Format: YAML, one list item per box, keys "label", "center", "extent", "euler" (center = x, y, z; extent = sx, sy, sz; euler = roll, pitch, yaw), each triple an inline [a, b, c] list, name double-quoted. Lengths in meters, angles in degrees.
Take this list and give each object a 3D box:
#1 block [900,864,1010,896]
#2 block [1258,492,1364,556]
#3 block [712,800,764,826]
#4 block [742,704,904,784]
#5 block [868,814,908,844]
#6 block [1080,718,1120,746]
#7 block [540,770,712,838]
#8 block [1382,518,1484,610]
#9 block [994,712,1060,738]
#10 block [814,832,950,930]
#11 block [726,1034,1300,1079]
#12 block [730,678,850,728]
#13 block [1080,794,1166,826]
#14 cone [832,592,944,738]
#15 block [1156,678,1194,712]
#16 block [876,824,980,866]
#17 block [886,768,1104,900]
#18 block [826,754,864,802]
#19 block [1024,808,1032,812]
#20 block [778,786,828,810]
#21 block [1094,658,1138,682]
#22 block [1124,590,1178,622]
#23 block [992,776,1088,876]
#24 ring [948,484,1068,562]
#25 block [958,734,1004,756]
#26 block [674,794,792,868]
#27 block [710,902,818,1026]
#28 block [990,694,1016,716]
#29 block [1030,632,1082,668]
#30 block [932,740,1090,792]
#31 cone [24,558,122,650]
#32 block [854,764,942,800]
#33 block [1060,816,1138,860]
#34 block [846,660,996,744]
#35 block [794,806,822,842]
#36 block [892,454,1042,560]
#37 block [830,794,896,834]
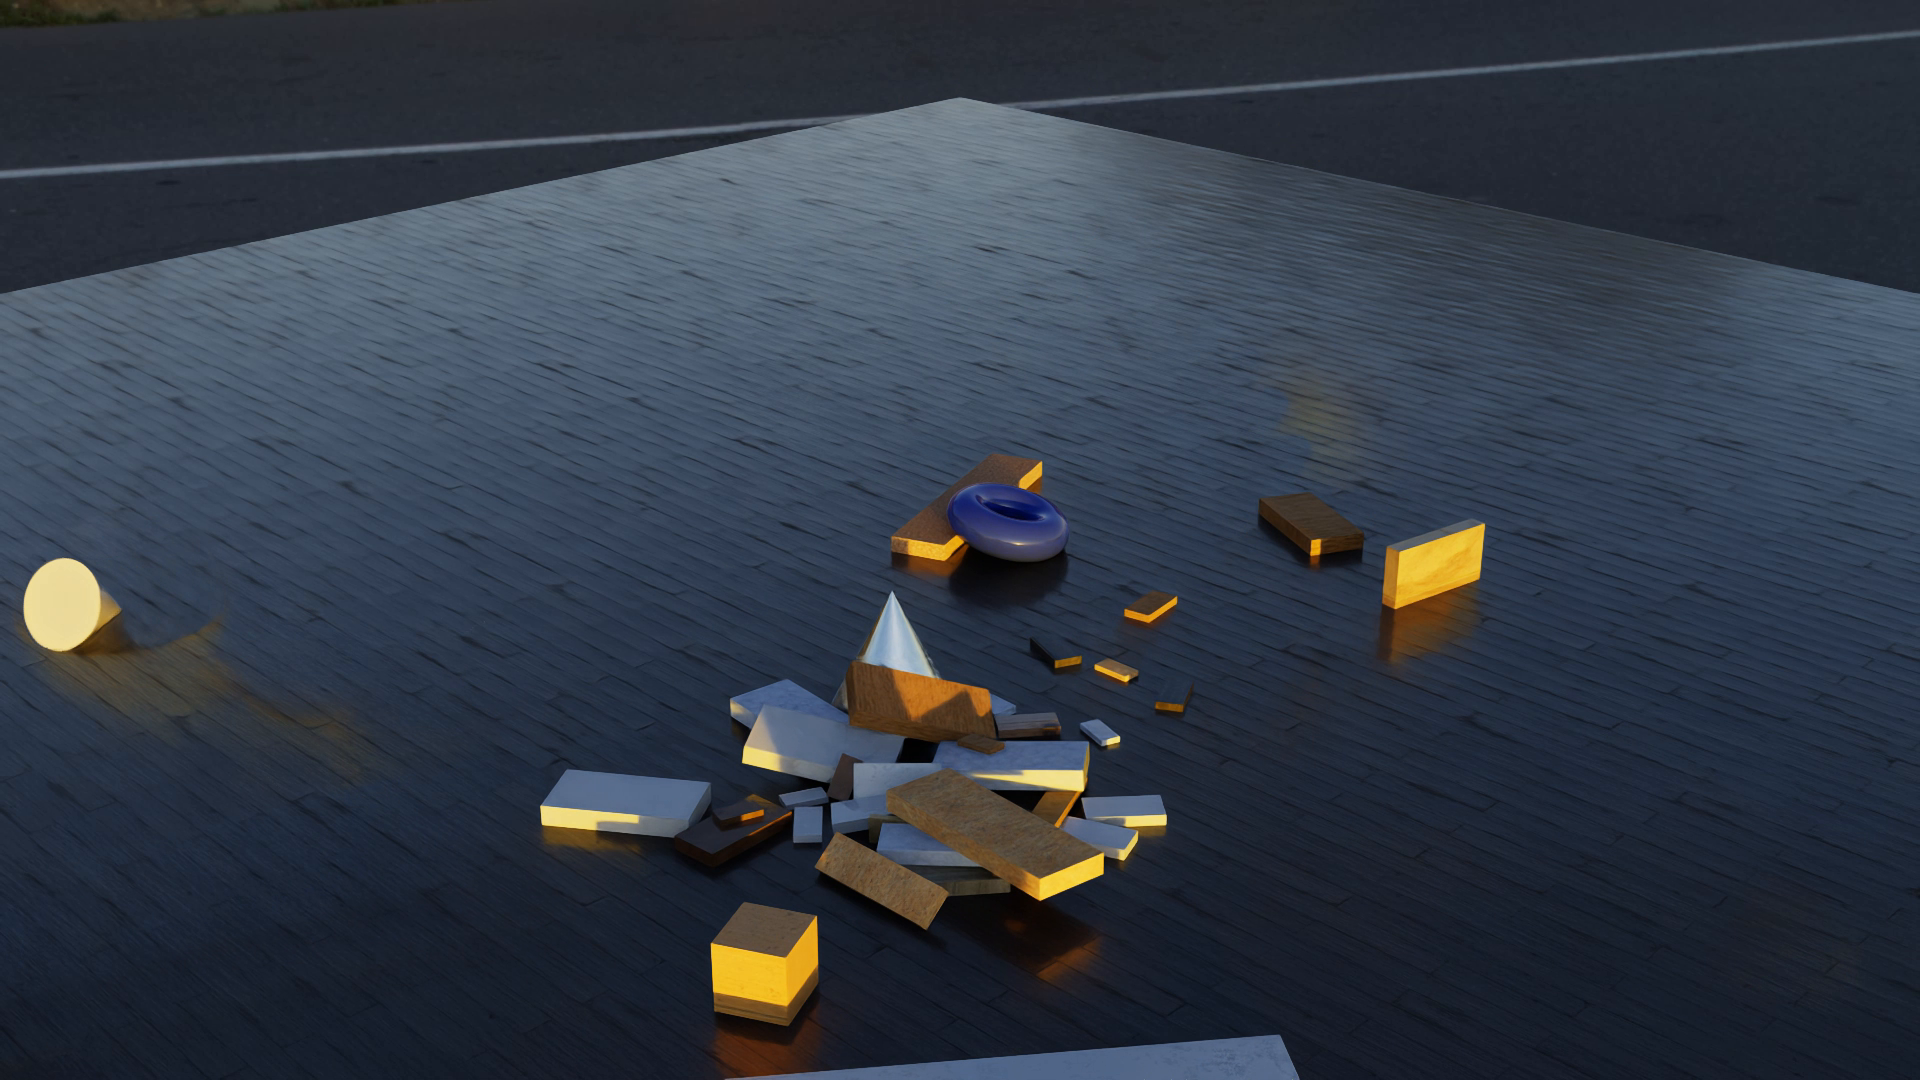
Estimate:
- label: "block"
  center: [-0.019, 0.640, 4.214]
  extent: [0.217, 0.031, 0.108]
  euler: [-3, 23, -6]
- label: "block"
  center: [0.926, -0.045, 5.812]
  extent: [0.152, 0.043, 0.303]
  euler: [-8, 24, -17]
- label: "block"
  center: [-0.443, 0.544, 4.384]
  extent: [0.092, 0.013, 0.046]
  euler: [-12, 26, -26]
- label: "block"
  center: [-0.283, 0.437, 4.583]
  extent: [0.307, 0.043, 0.153]
  euler: [13, 33, 5]
- label: "block"
  center: [-0.100, 0.575, 4.332]
  extent: [0.159, 0.057, 0.016]
  euler: [4, 23, 10]
- label: "block"
  center: [0.303, 0.417, 4.762]
  extent: [0.046, 0.013, 0.092]
  euler: [-11, 26, -25]
- label: "block"
  center: [-0.674, 0.533, 4.449]
  extent: [0.307, 0.043, 0.153]
  euler: [4, 23, 10]
- label: "block"
  center: [1.171, 0.057, 5.433]
  extent: [0.303, 0.152, 0.043]
  euler: [-16, 28, -33]
- label: "block"
  center: [0.146, 0.403, 4.786]
  extent: [0.136, 0.019, 0.068]
  euler: [-3, 23, -7]
- label: "block"
  center: [-0.150, 0.642, 4.156]
  extent: [0.291, 0.023, 0.081]
  euler: [21, 72, 40]
- label: "block"
  center: [0.087, 0.906, 3.565]
  extent: [0.927, 0.047, 0.165]
  euler: [-3, 23, -7]
- label: "block"
  center: [-0.348, 0.395, 4.773]
  extent: [0.153, 0.043, 0.307]
  euler: [-18, 29, -36]
- label: "block"
  center: [0.330, 0.548, 4.440]
  extent: [0.162, 0.023, 0.081]
  euler: [-2, 23, -4]
- label: "cone"
  center: [-0.147, 0.242, 4.824]
  extent: [0.287, 0.287, 0.287]
  euler: [0, 23, 0]
- label: "block"
  center: [0.481, 0.346, 4.923]
  extent: [0.062, 0.018, 0.124]
  euler: [7, 24, 15]
- label: "block"
  center: [-0.048, 0.590, 4.254]
  extent: [0.217, 0.031, 0.108]
  euler: [1, 20, 4]
- label: "block"
  center: [0.062, 0.559, 4.226]
  extent: [0.157, 0.044, 0.462]
  euler: [-16, 26, -36]
- label: "block"
  center: [-0.235, 0.487, 4.492]
  extent: [0.046, 0.092, 0.013]
  euler: [21, -6, 4]
- label: "block"
  center: [0.108, 0.552, 4.394]
  extent: [0.113, 0.016, 0.057]
  euler: [17, 22, -8]
- label: "block"
  center: [-0.320, 0.529, 4.497]
  extent: [0.092, 0.013, 0.046]
  euler: [-9, 25, -20]
- label: "block"
  center: [0.359, 0.298, 5.043]
  extent: [0.092, 0.013, 0.046]
  euler: [21, 31, 40]
- label: "block"
  center: [0.465, 0.161, 5.356]
  extent: [0.068, 0.019, 0.136]
  euler: [15, 27, 32]
- label: "block"
  center: [0.162, 0.562, 4.343]
  extent: [0.062, 0.018, 0.456]
  euler: [3, 18, 18]
- label: "ring"
  center: [0.125, -0.047, 5.694]
  extent: [0.325, 0.108, 0.325]
  euler: [13, 23, -6]
- label: "block"
  center: [0.044, 0.427, 4.600]
  extent: [0.092, 0.013, 0.046]
  euler: [12, 22, 40]
- label: "block"
  center: [-0.449, 0.576, 4.364]
  extent: [0.108, 0.031, 0.217]
  euler: [19, 29, 37]
- label: "block"
  center: [-0.339, 0.739, 3.841]
  extent: [0.139, 0.139, 0.139]
  euler: [8, 24, 17]
- label: "block"
  center: [0.059, 0.364, 4.881]
  extent: [0.062, 0.018, 0.124]
  euler: [-19, 30, -38]
- label: "block"
  center: [0.223, 0.257, 5.130]
  extent: [0.068, 0.019, 0.136]
  euler: [-10, 25, -21]
- label: "block"
  center: [0.105, 0.467, 4.559]
  extent: [0.314, 0.044, 0.157]
  euler: [0, 17, 8]
- label: "cone"
  center: [-2.072, 0.161, 5.256]
  extent: [0.217, 0.217, 0.217]
  euler: [8, -3, 18]
- label: "block"
  center: [-0.127, 0.498, 4.471]
  extent: [0.177, 0.089, 0.025]
  euler: [0, -6, 0]
- label: "block"
  center: [0.262, 0.587, 4.347]
  extent: [0.162, 0.023, 0.081]
  euler: [9, 25, 21]
- label: "block"
  center: [-0.084, 0.356, 4.690]
  extent: [0.314, 0.044, 0.157]
  euler: [13, 35, -17]
- label: "block"
  center: [-0.304, 0.569, 4.399]
  extent: [0.057, 0.016, 0.113]
  euler: [-1, 23, -2]
- label: "block"
  center: [0.026, -0.096, 5.933]
  extent: [0.152, 0.043, 0.662]
  euler: [10, 25, 22]
- label: "block"
  center: [-0.168, 0.544, 4.408]
  extent: [0.177, 0.025, 0.089]
  euler: [-10, 21, -1]
